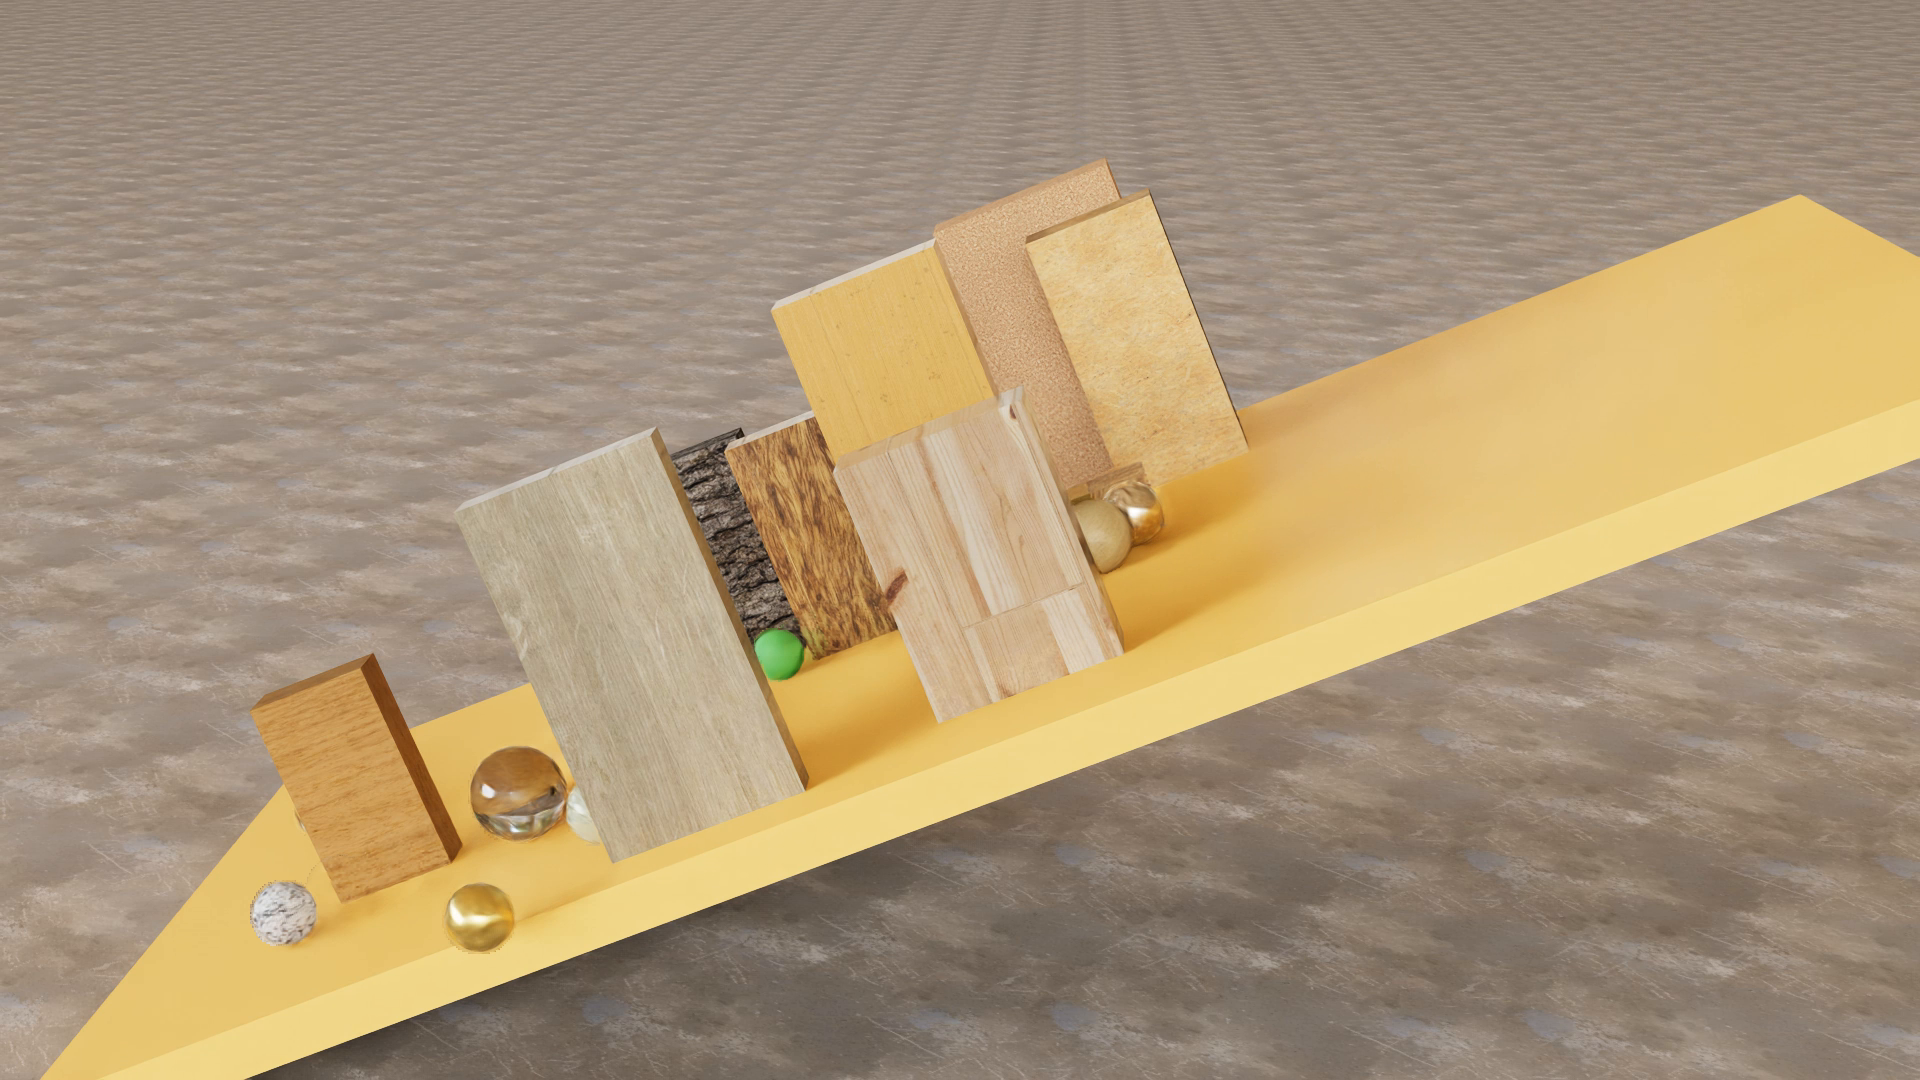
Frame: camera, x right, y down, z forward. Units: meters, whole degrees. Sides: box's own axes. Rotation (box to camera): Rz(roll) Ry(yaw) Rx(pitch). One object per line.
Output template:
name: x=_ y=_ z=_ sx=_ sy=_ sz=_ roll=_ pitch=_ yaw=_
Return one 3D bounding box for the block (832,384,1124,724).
block: x=0.040 y=0.027 z=5.577 sx=0.378 sy=0.523 sz=0.147 roll=-21 pitch=12 yaw=7

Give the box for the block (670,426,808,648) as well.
block: x=-0.549 y=0.043 z=6.621 sx=0.322 sy=0.502 sz=0.107 roll=-21 pitch=12 yaw=7

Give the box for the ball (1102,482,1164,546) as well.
ball: x=0.366 y=-0.056 z=6.280 sx=0.138 sy=0.138 sz=0.138 roll=0 pitch=14 yaw=0

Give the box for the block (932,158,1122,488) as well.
block: x=0.272 y=-0.474 z=6.872 sx=0.428 sy=0.716 sz=0.145 roll=-21 pitch=12 yaw=7

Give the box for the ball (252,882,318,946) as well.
ball: x=-1.357 y=0.750 z=5.909 sx=0.127 sy=0.127 sz=0.127 roll=0 pitch=14 yaw=0

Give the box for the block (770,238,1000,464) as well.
block: x=-0.073 y=-0.196 z=6.138 sx=0.359 sy=0.778 sz=0.124 roll=-21 pitch=12 yaw=7

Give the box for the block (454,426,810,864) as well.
block: x=-0.608 y=0.201 z=5.492 sx=0.396 sy=0.731 sz=0.086 roll=-21 pitch=12 yaw=7

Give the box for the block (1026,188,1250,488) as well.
block: x=0.407 y=-0.450 z=6.732 sx=0.300 sy=0.630 sz=0.137 roll=-21 pitch=12 yaw=7

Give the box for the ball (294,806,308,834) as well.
ball: x=-1.425 y=0.605 z=6.622 sx=0.144 sy=0.144 sz=0.144 roll=0 pitch=14 yaw=0

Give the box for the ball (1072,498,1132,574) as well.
ball: x=0.283 y=-0.007 z=6.167 sx=0.158 sy=0.158 sz=0.158 roll=0 pitch=14 yaw=0

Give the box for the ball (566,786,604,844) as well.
ball: x=-0.696 y=0.522 z=5.690 sx=0.133 sy=0.133 sz=0.133 roll=0 pitch=14 yaw=0

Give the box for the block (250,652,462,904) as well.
block: x=-1.239 y=0.491 z=6.048 sx=0.250 sy=0.448 sz=0.113 roll=-21 pitch=12 yaw=7

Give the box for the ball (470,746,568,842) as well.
ball: x=-0.891 y=0.512 z=5.939 sx=0.195 sy=0.195 sz=0.195 roll=0 pitch=14 yaw=0

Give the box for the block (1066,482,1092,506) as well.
block: x=0.243 y=-0.034 z=6.428 sx=0.128 sy=0.128 sz=0.128 roll=-22 pitch=12 yaw=4

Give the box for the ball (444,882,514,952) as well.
ball: x=-0.876 y=0.688 z=5.362 sx=0.127 sy=0.127 sz=0.127 roll=0 pitch=14 yaw=0

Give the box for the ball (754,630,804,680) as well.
ball: x=-0.394 y=0.250 z=6.384 sx=0.112 sy=0.112 sz=0.112 roll=0 pitch=14 yaw=0

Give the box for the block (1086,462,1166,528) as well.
block: x=0.362 y=-0.079 z=6.410 sx=0.127 sy=0.127 sz=0.127 roll=-22 pitch=12 yaw=4

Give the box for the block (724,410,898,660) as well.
block: x=-0.214 y=-0.050 z=6.415 sx=0.429 sy=0.504 sz=0.094 roll=-21 pitch=12 yaw=7

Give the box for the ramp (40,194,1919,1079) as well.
ramp: x=0.124 y=0.173 z=6.290 sx=4.000 sy=0.100 sz=2.000 roll=-21 pitch=12 yaw=7
